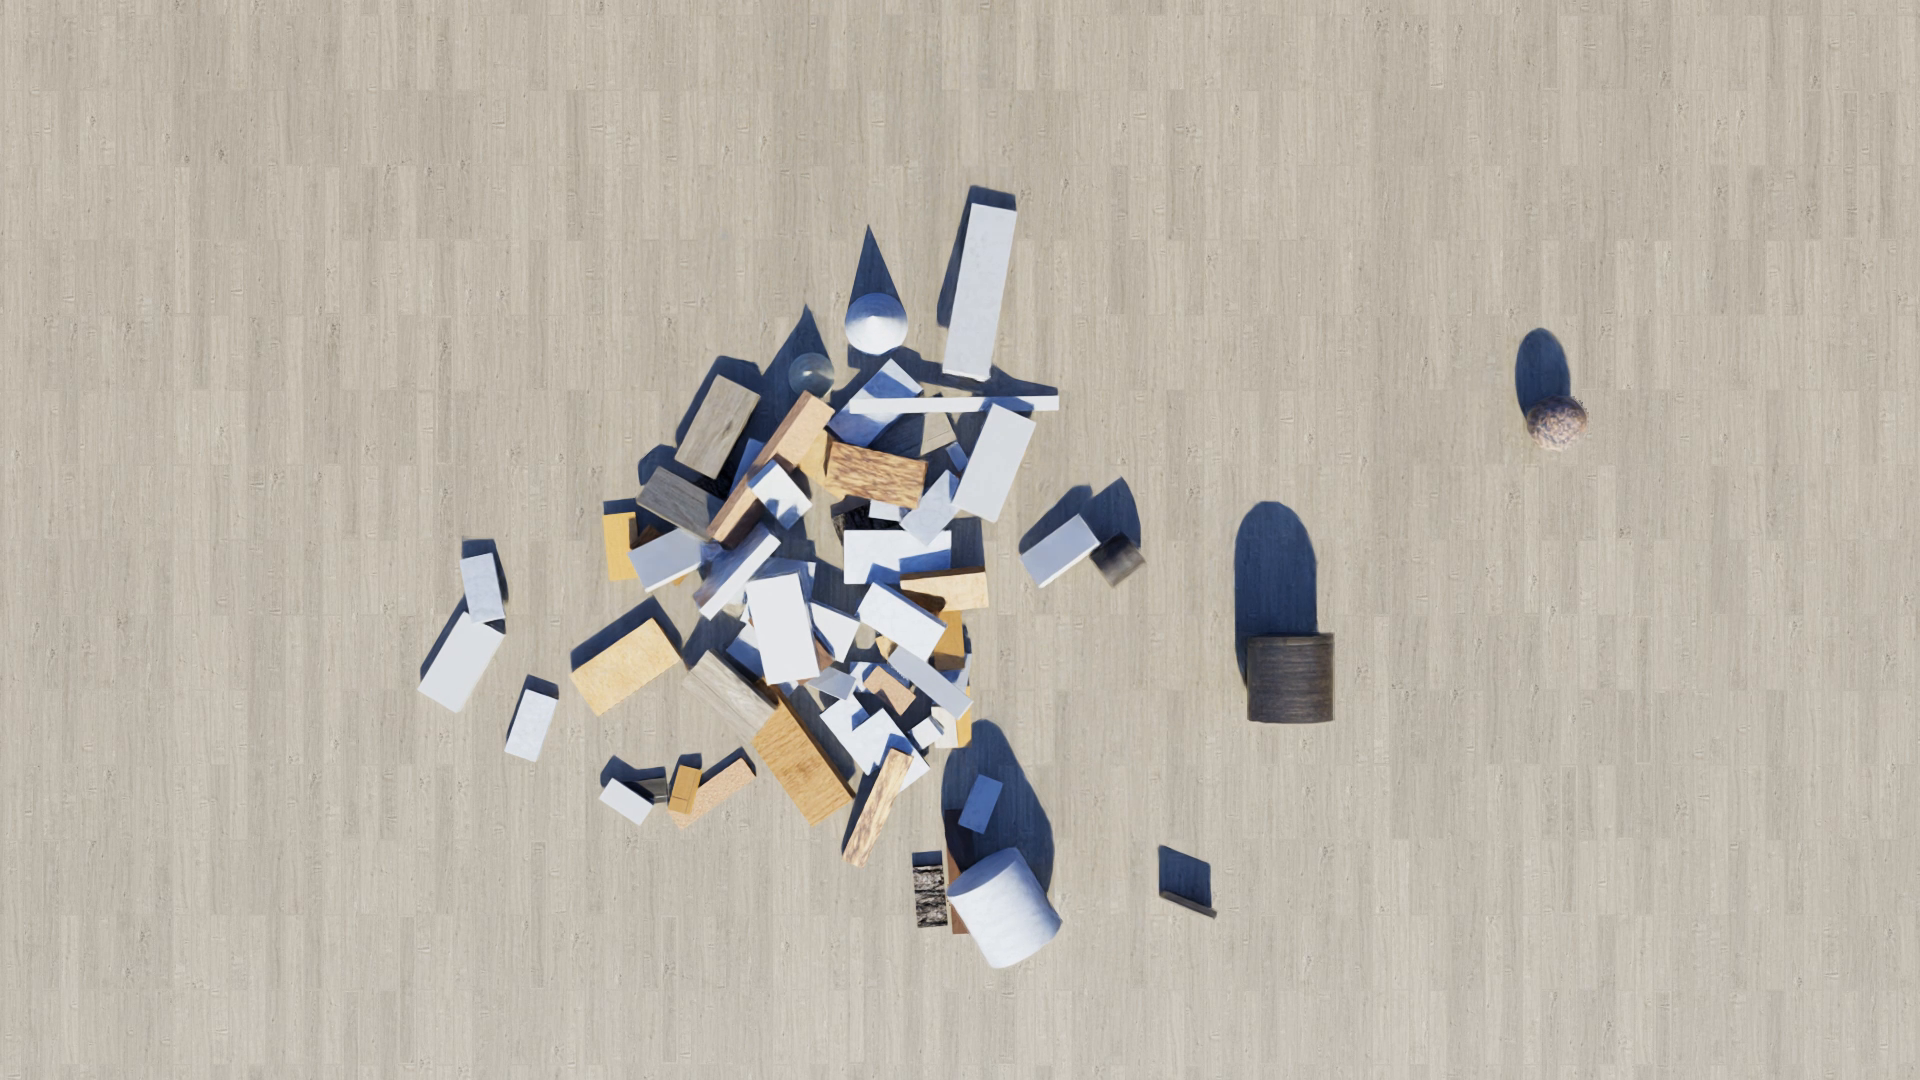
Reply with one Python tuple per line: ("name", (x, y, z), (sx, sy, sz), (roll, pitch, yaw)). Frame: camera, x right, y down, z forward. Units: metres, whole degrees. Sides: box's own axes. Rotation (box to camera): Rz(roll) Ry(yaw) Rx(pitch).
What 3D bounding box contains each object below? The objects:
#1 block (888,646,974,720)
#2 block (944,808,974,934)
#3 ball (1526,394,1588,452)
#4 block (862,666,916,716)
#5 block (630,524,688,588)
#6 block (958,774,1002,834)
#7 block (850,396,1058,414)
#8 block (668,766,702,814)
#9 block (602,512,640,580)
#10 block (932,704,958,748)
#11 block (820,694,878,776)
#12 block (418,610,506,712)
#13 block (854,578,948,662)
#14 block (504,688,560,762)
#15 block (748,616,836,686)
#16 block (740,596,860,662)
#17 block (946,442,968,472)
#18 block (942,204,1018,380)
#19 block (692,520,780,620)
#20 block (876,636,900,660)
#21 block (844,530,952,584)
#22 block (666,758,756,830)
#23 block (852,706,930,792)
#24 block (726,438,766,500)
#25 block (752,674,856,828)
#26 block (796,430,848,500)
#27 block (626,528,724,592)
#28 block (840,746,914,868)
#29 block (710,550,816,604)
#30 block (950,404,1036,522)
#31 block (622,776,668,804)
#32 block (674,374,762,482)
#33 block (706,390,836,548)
("block", (-0.098, 0.462, 5.414), (0.315, 0.022, 0.079), (39, 91, 19))
("block", (0.006, 1.102, 5.487), (0.090, 0.025, 0.409), (-4, 90, 0))
("ball", (1.957, -0.382, 5.406), (0.188, 0.188, 0.188), (0, 90, 0))
("block", (-0.233, 0.497, 5.460), (0.164, 0.023, 0.082), (39, 90, 0))
("block", (-0.985, 0.052, 5.467), (0.203, 0.029, 0.102), (40, 81, -6))
("block", (0.068, 0.874, 5.469), (0.090, 0.025, 0.179), (23, 84, -12))
("block", (-0.017, -0.447, 5.439), (0.696, 0.013, 0.047), (-2, 99, -8))
("block", (-0.912, 0.829, 5.471), (0.075, 0.021, 0.150), (12, 81, 10))
("block", (-1.120, 0.021, 5.485), (0.109, 0.031, 0.219), (-6, 90, 0))
("block", (-0.049, 0.613, 5.433), (0.075, 0.021, 0.150), (-3, 111, 7))
("block", (-0.335, 0.639, 5.467), (0.129, 0.036, 0.258), (-38, 97, 0))
("block", (-1.655, 0.404, 5.479), (0.151, 0.043, 0.302), (31, 90, 0))
("block", (-0.193, 0.264, 5.421), (0.281, 0.040, 0.140), (32, 113, 5))
("block", (-1.424, 0.615, 5.485), (0.109, 0.031, 0.219), (19, 90, 0))
("block", (-0.552, 0.326, 5.410), (0.140, 0.040, 0.281), (-36, 100, 10))
("block", (-0.525, 0.263, 5.436), (0.365, 0.043, 0.151), (23, 103, -4))
("block", (-0.006, -0.277, 5.473), (0.047, 0.013, 0.094), (-32, 67, 6))
("block", (0.065, -0.818, 5.428), (0.152, 0.043, 0.575), (10, 80, -1))
("block", (-0.728, 0.096, 5.365), (0.048, 0.168, 0.337), (43, 90, -23))
("block", (-0.194, 0.336, 5.489), (0.158, 0.022, 0.079), (-21, 90, 0))
("block", (-0.207, 0.055, 5.457), (0.351, 0.050, 0.175), (0, 95, -3))
("block", (-0.826, 0.844, 5.488), (0.306, 0.023, 0.081), (-35, 90, 0))
("block", (-0.227, 0.690, 5.442), (0.129, 0.036, 0.257), (-37, 97, 1))
("block", (-0.691, -0.203, 5.453), (0.102, 0.029, 0.252), (19, 101, -11))
("block", (-0.561, 0.694, 5.453), (0.175, 0.050, 0.501), (-36, 90, 15))
("block", (-0.467, -0.281, 5.478), (0.304, 0.043, 0.152), (37, 90, 0))
("block", (-0.934, 0.046, 5.420), (0.282, 0.040, 0.141), (-27, 74, -11))
("block", (-0.272, 0.884, 5.443), (0.082, 0.023, 0.425), (24, 102, -1))
("block", (-0.656, 0.136, 5.476), (0.337, 0.048, 0.168), (8, 90, 0))
("block", (0.109, -0.252, 5.420), (0.158, 0.045, 0.356), (23, 83, -9))
("block", (-1.056, 0.840, 5.488), (0.163, 0.023, 0.081), (-7, 90, 0))
("block", (-0.801, -0.371, 5.459), (0.158, 0.045, 0.316), (26, 88, 9))
("block", (-0.618, -0.226, 5.389), (0.040, 0.141, 0.562), (36, 92, 33))
